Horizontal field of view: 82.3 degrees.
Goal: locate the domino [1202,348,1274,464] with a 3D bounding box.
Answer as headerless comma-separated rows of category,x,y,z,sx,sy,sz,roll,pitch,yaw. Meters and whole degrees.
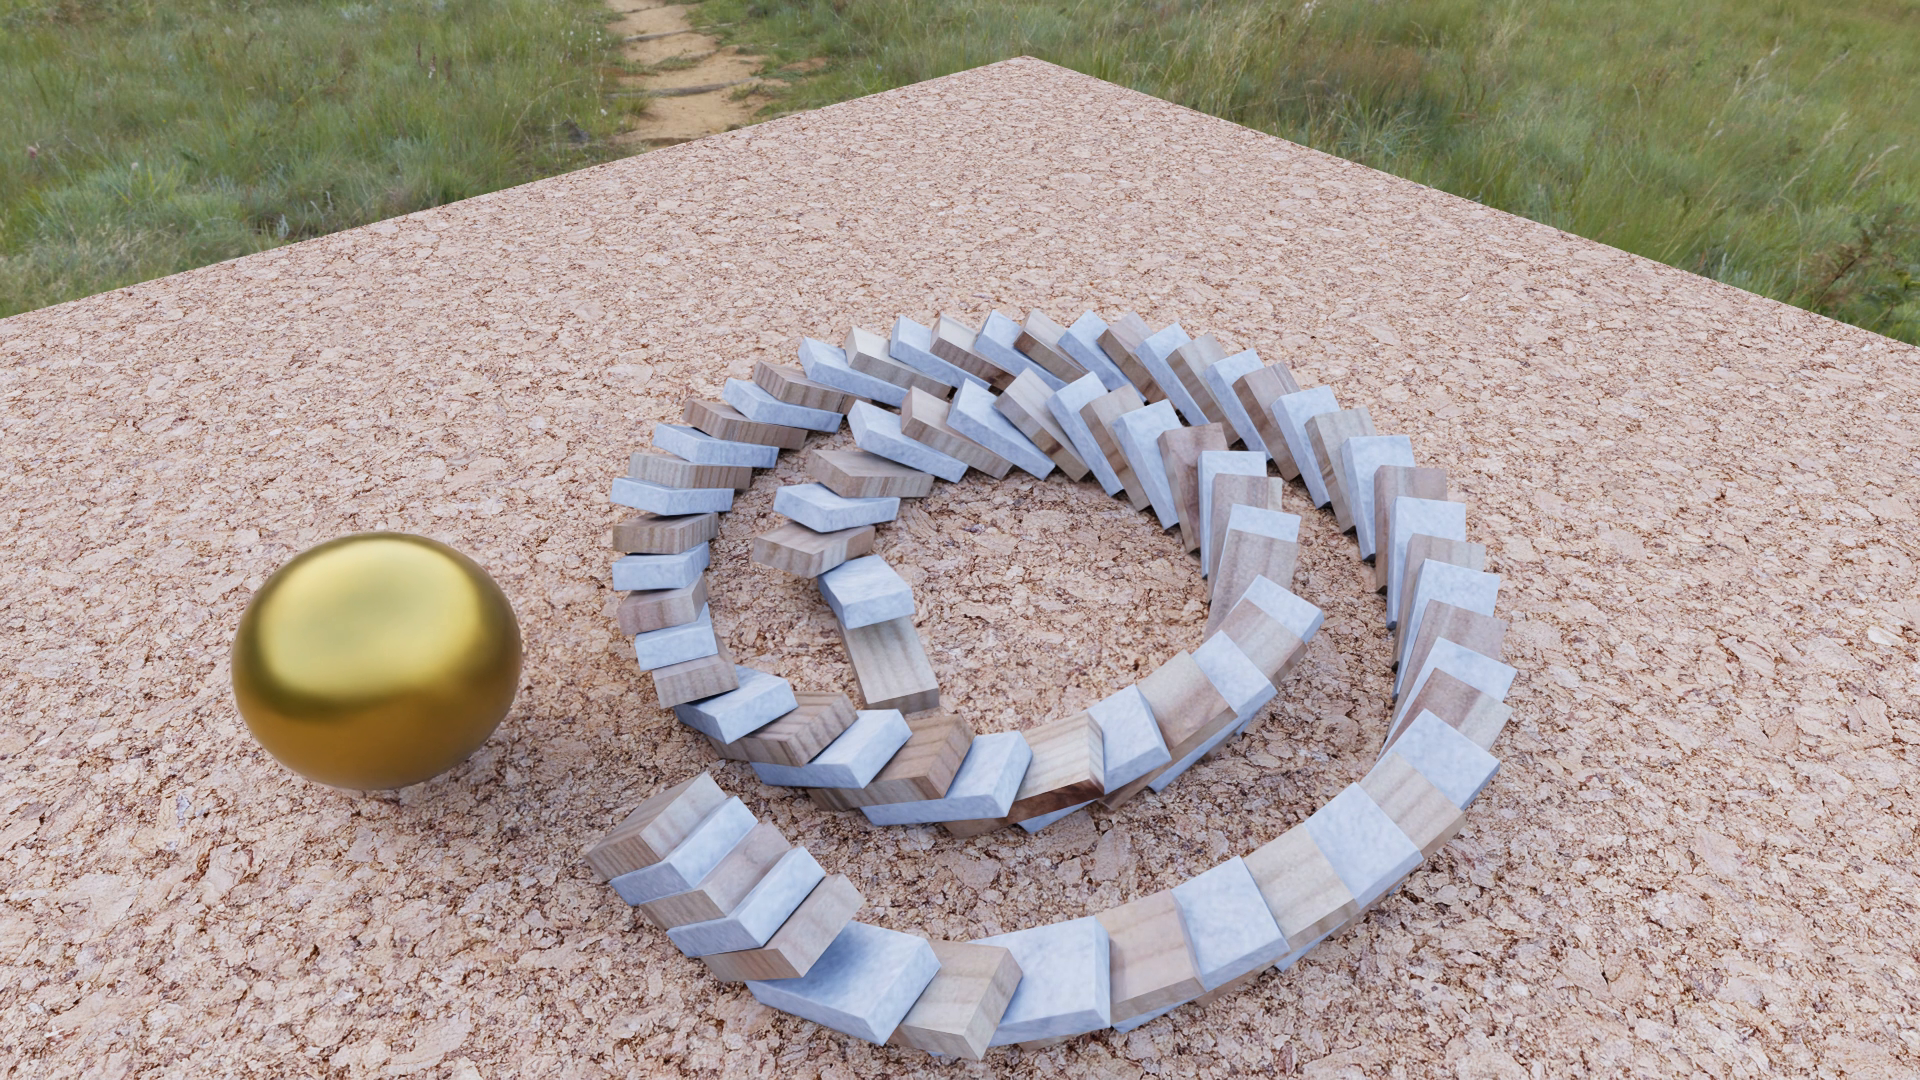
domino,0.134,-0.060,0.496,0.025,0.009,0.050,-23,78,-26

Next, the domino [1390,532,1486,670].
domino,0.172,0.024,0.396,0.025,0.009,0.050,11,69,13

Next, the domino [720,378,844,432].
domino,-0.080,-0.061,0.498,0.025,0.009,0.050,35,20,35

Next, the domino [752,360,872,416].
domino,-0.068,-0.069,0.507,0.050,0.009,0.025,7,23,-47

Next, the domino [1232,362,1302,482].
domino,0.144,-0.053,0.486,0.025,0.010,0.050,-21,77,-25

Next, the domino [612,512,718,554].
domino,-0.114,-0.004,0.429,0.025,0.009,0.050,3,9,4

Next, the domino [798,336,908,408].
domino,-0.050,-0.079,0.522,0.050,0.010,0.025,14,30,-31

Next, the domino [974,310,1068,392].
domino,0.033,-0.090,0.535,0.050,0.009,0.025,30,40,-9

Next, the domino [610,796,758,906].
domino,-0.078,0.088,0.309,0.009,0.050,0.025,51,50,-6

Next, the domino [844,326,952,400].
domino,-0.030,-0.084,0.528,0.050,0.010,0.025,18,33,-25

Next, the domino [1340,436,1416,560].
domino,0.172,-0.017,0.445,0.025,0.009,0.050,-2,71,-4

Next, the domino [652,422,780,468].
domino,-0.104,-0.040,0.471,0.025,0.010,0.050,22,11,28

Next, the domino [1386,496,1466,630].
domino,0.175,0.010,0.413,0.025,0.010,0.050,7,70,8

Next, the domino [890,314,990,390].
domino,-0.009,-0.089,0.533,0.050,0.010,0.025,24,35,-18

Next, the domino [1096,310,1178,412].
domino,0.090,-0.084,0.524,0.050,0.010,0.025,50,50,3

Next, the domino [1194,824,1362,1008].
domino,0.080,0.102,0.301,0.050,0.009,0.025,-33,43,4

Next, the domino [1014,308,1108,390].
domino,0.051,-0.089,0.532,0.050,0.010,0.025,34,39,-10

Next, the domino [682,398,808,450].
domino,-0.094,-0.051,0.485,0.025,0.010,0.050,28,15,33

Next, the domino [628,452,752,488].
domino,-0.111,-0.029,0.456,0.025,0.010,0.050,14,8,21

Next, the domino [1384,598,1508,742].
domino,0.162,0.047,0.366,0.025,0.009,0.050,18,74,21

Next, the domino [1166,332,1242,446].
domino,0.119,-0.070,0.507,0.025,0.010,0.050,-28,81,-33

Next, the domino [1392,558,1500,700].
domino,0.169,0.034,0.381,0.025,0.010,0.050,15,73,14

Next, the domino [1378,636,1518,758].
domino,0.154,0.059,0.351,0.025,0.010,0.050,25,78,28

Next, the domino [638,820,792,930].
domino,-0.068,0.093,0.303,0.009,0.050,0.025,51,50,-6

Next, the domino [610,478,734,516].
domino,-0.115,-0.018,0.445,0.025,0.010,0.050,13,7,16

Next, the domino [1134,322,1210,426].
domino,0.107,-0.076,0.516,0.025,0.010,0.050,-32,83,-33

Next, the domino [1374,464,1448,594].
domino,0.176,-0.004,0.429,0.025,0.010,0.050,5,70,5

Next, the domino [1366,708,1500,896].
domino,0.133,0.078,0.328,0.050,0.009,0.025,-48,55,-4

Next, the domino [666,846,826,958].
domino,-0.058,0.098,0.297,0.009,0.050,0.025,51,50,-6

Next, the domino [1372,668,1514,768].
domino,0.146,0.067,0.340,0.025,0.009,0.050,31,81,29

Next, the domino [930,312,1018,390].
domino,0.010,-0.090,0.534,0.050,0.010,0.025,25,35,-16

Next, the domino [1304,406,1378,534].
domino,0.165,-0.030,0.460,0.025,0.009,0.050,-10,72,-12

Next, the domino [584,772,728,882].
domino,-0.088,0.083,0.315,0.009,0.050,0.025,51,50,-6

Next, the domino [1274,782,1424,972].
domino,0.101,0.094,0.309,0.050,0.009,0.025,-40,46,2

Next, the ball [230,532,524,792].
ball,-0.179,0.037,0.342,0.080,0.080,0.080,0,39,0

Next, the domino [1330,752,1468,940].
domino,0.117,0.088,0.317,0.050,0.009,0.025,-42,48,1

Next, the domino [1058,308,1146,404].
domino,0.073,-0.087,0.530,0.050,0.009,0.025,42,48,0

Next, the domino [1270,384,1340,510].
domino,0.156,-0.040,0.473,0.025,0.009,0.050,-14,74,-17
